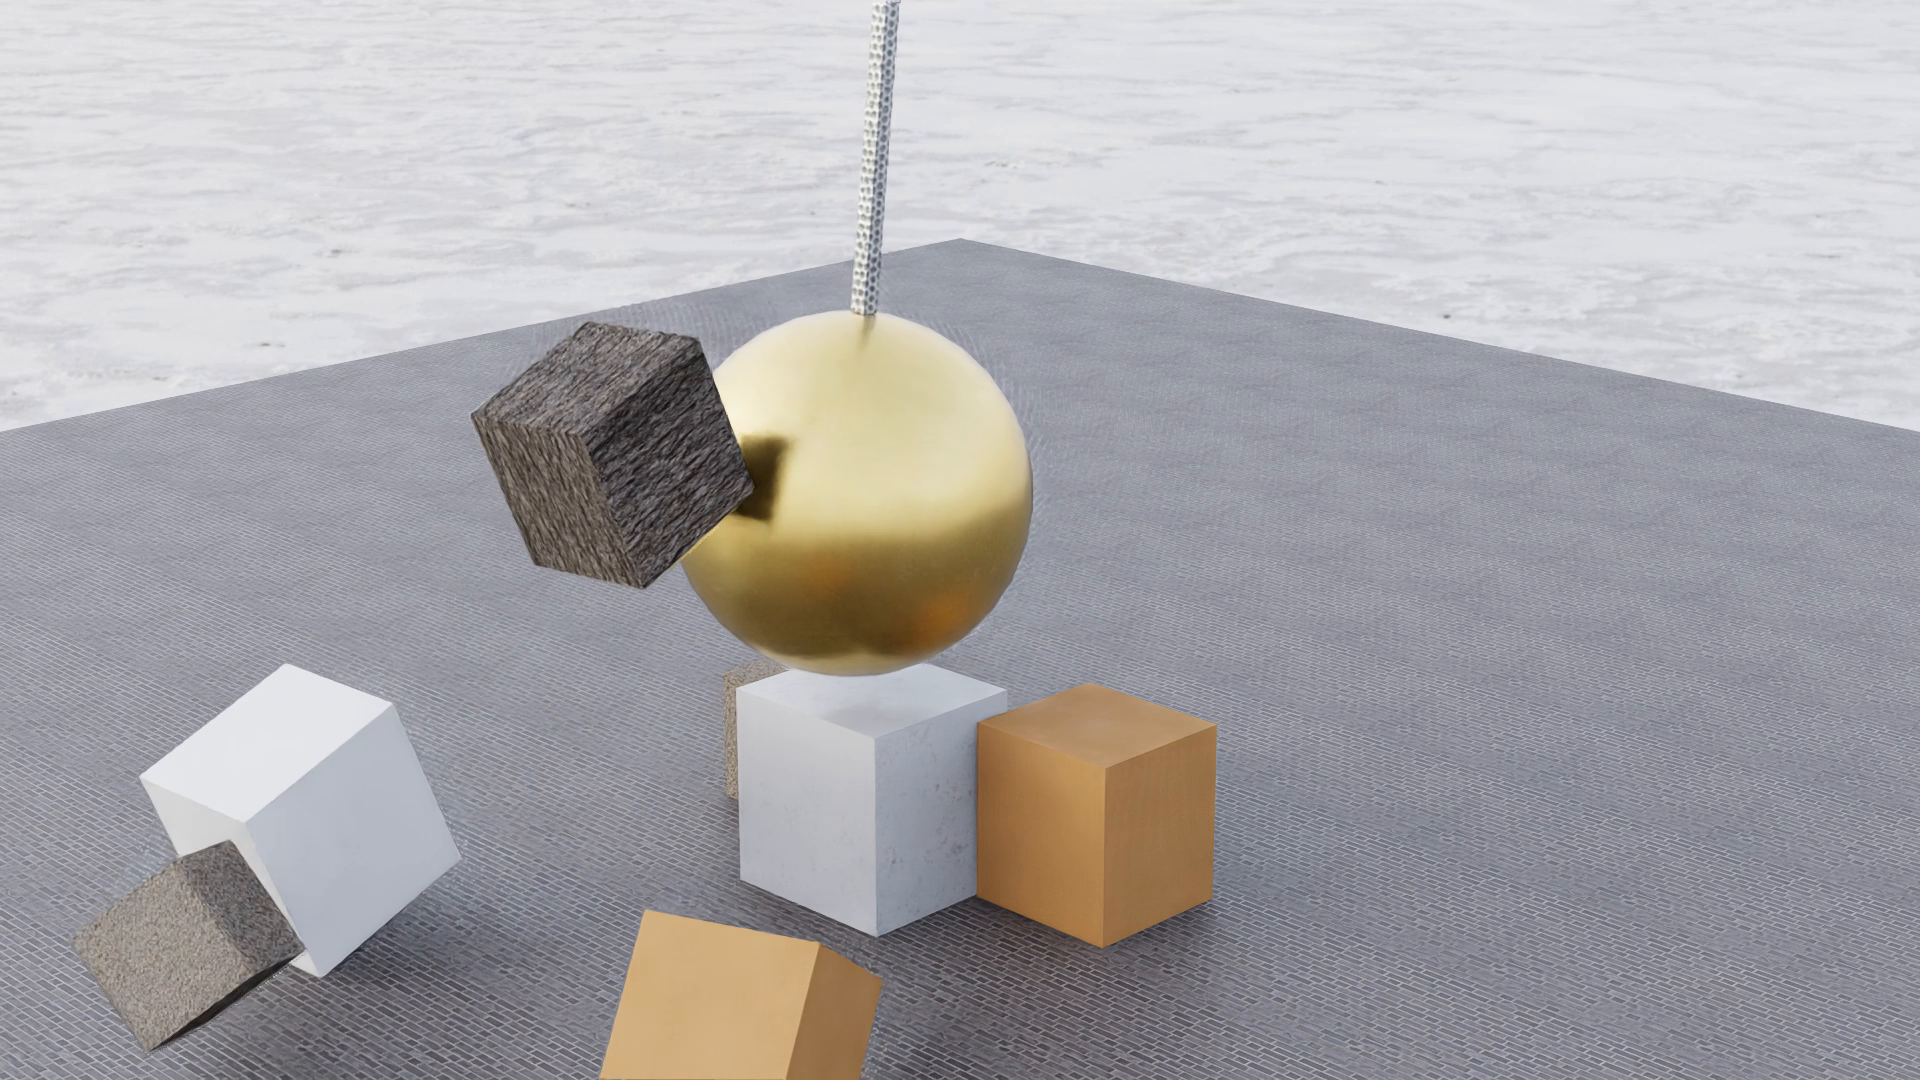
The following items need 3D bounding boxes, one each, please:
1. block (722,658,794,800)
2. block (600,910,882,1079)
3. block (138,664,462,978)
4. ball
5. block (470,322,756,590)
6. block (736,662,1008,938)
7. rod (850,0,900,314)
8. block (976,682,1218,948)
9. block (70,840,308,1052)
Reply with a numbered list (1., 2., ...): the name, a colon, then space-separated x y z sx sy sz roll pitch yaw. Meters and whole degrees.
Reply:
1. block: -0.606 0.951 14.247 0.800 0.642 0.726 17 24 42
2. block: -0.809 1.849 10.846 0.715 0.720 0.659 7 -17 22
3. block: -2.837 1.201 12.662 0.755 0.874 0.834 15 44 39
4. ball: -0.477 -0.200 12.778 1.600 1.600 1.600 0 17 0
5. block: -1.380 -0.348 11.731 0.638 0.733 0.701 11 42 39
6. block: -0.395 1.111 13.255 0.887 0.932 0.830 16 24 42
7. rod: -0.207 -3.504 12.023 0.080 5.200 0.080 17 18 42
8. block: 0.607 1.211 13.093 0.733 0.838 0.766 -17 24 -42
9. block: -3.016 1.581 11.487 0.534 0.538 0.545 -36 -3 8
